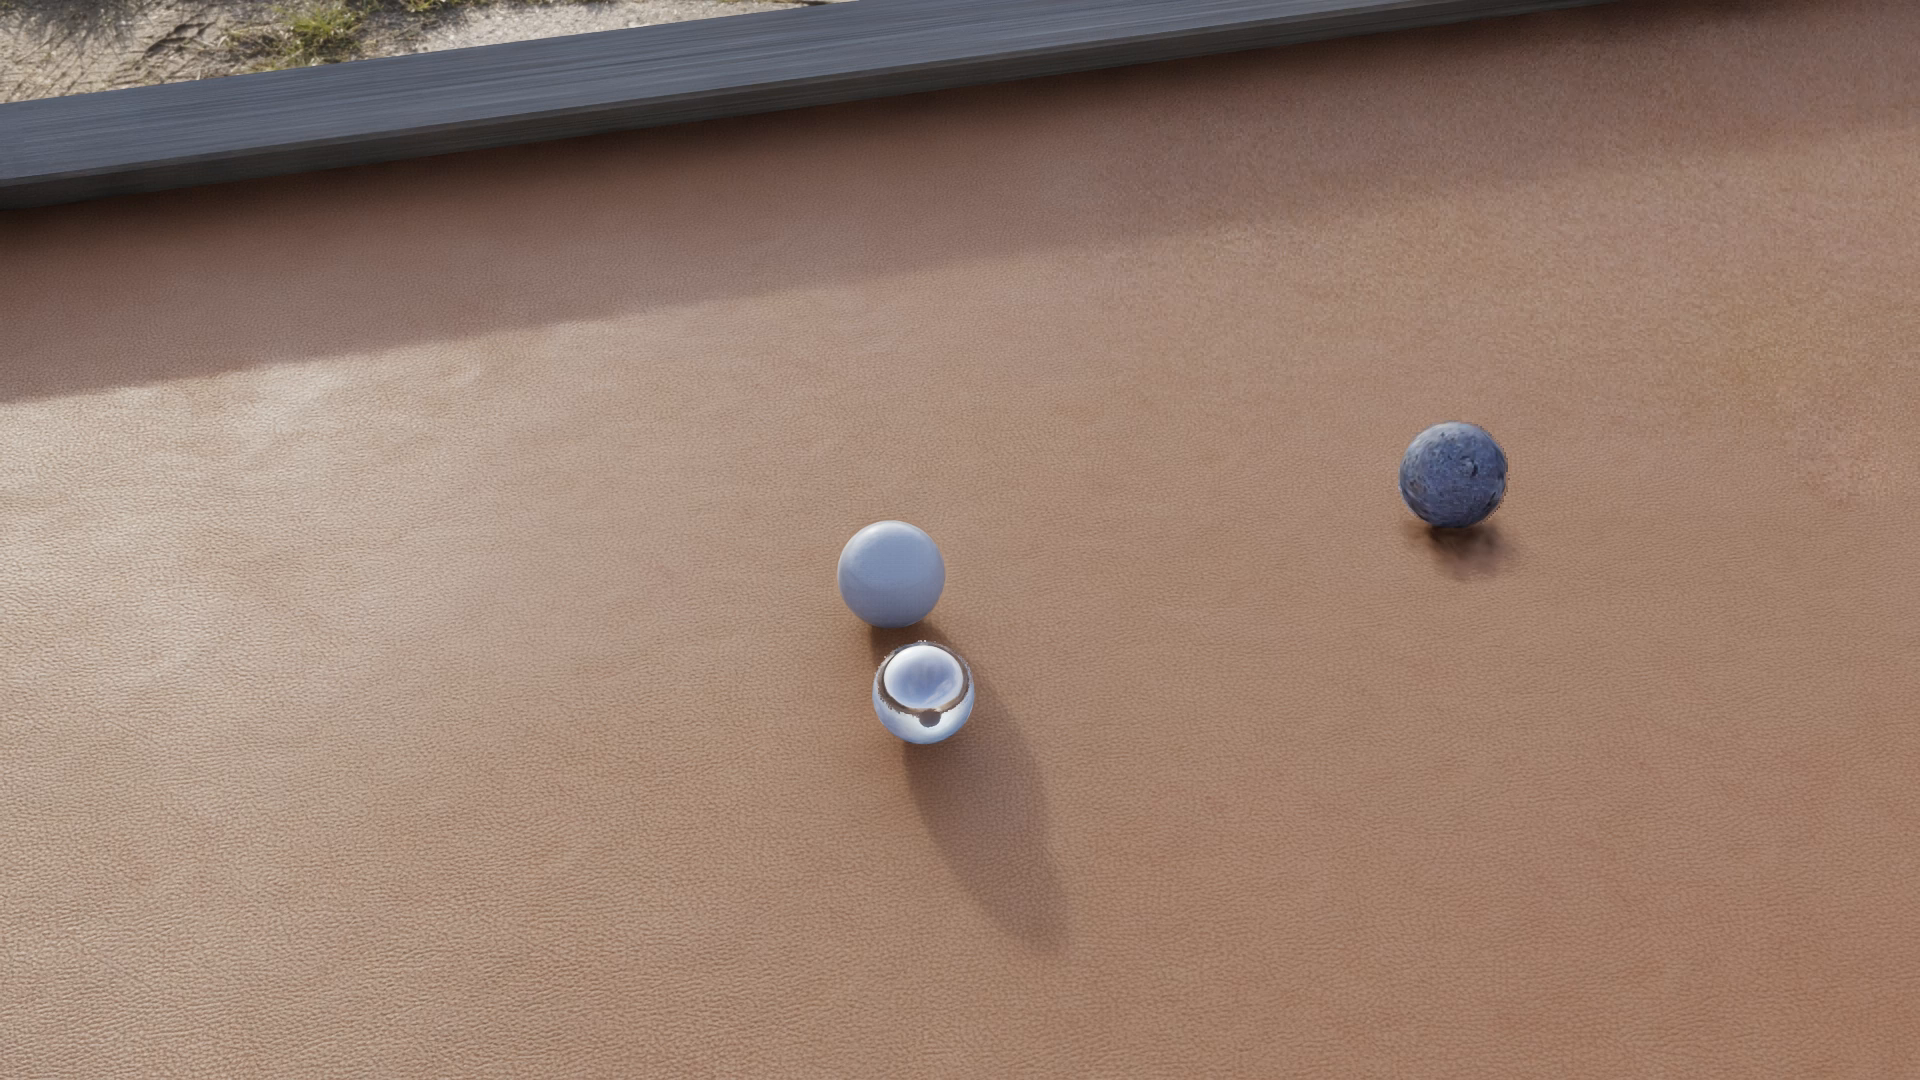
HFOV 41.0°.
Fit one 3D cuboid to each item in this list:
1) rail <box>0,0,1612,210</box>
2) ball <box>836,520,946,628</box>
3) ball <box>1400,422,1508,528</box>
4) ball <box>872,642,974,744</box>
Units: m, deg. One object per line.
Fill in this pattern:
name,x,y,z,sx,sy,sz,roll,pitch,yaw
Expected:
rail,0.450,-0.487,2.249,2.650,0.088,0.045,-10,37,-13
ball,-0.042,0.021,1.561,0.066,0.066,0.066,0,36,0
ball,0.316,-0.041,1.646,0.068,0.068,0.068,0,36,0
ball,-0.021,0.088,1.474,0.059,0.059,0.059,0,36,0
